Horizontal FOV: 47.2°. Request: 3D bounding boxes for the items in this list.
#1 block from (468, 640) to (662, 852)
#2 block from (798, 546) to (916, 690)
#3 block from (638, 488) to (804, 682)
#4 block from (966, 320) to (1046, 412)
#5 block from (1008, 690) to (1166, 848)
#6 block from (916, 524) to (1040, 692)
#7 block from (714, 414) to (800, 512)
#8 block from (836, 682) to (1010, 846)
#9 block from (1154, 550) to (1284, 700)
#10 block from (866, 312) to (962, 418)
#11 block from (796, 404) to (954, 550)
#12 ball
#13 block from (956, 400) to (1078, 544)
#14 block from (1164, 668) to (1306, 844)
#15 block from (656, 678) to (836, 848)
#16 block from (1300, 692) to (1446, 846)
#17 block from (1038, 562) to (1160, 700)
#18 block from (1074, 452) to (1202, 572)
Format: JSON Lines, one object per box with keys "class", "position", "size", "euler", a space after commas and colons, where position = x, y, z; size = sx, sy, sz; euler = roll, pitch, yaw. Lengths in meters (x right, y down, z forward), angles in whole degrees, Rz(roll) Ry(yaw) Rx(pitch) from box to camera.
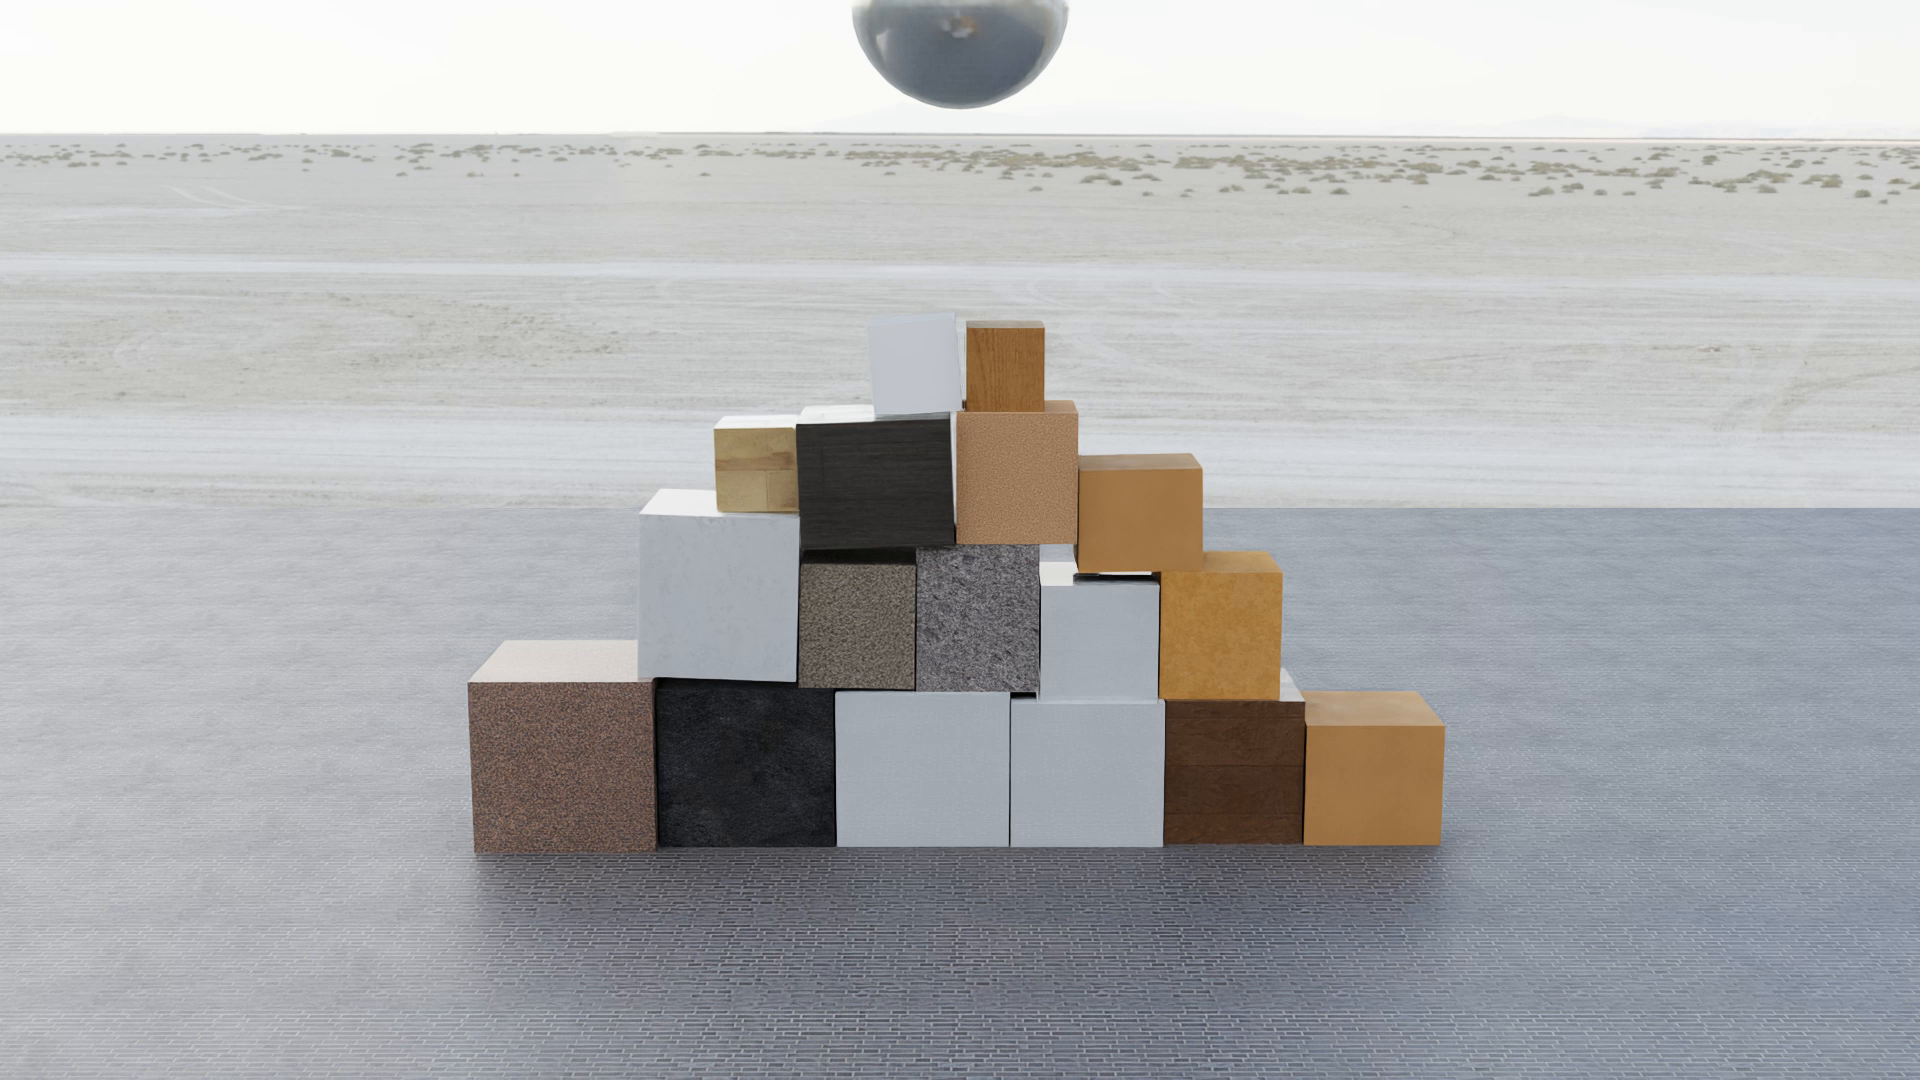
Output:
{"class": "block", "position": [-1.972, 1.048, 11.351], "size": [0.906, 0.876, 0.918], "euler": [0, 10, 0]}
{"class": "block", "position": [-0.511, 0.375, 11.239], "size": [0.577, 0.626, 0.636], "euler": [1, 10, 0]}
{"class": "block", "position": [-1.195, 0.218, 11.239], "size": [0.786, 0.820, 0.784], "euler": [2, 10, 0]}
{"class": "block", "position": [0.224, -0.874, 11.008], "size": [0.382, 0.413, 0.463], "euler": [0, 10, 0]}
{"class": "block", "position": [0.638, 1.108, 11.396], "size": [0.766, 0.742, 0.804], "euler": [0, 10, 0]}
{"class": "block", "position": [0.088, 0.337, 11.229], "size": [0.612, 0.747, 0.612], "euler": [0, 10, 0]}
{"class": "block", "position": [-1.004, -0.391, 11.109], "size": [0.414, 0.418, 0.483], "euler": [-1, 10, 0]}
{"class": "block", "position": [-0.188, 1.090, 11.373], "size": [0.865, 0.786, 0.750], "euler": [0, 10, 0]}
{"class": "block", "position": [1.301, 0.428, 11.259], "size": [0.604, 0.647, 0.588], "euler": [0, 10, 0]}
{"class": "block", "position": [-0.223, -0.884, 11.030], "size": [0.435, 0.454, 0.420], "euler": [-4, 10, 1]}
{"class": "block", "position": [-0.414, -0.333, 11.110], "size": [0.756, 0.626, 0.703], "euler": [-2, 10, 0]}
{"class": "ball", "position": [0.000, -3.886, 15.713], "size": [1.600, 1.600, 1.600], "euler": [0, 10, 0]}
{"class": "block", "position": [0.282, -0.350, 11.104], "size": [0.598, 0.651, 0.571], "euler": [0, 10, 0]}
{"class": "block", "position": [1.378, 1.109, 11.397], "size": [0.695, 0.741, 0.697], "euler": [0, 10, 0]}
{"class": "block", "position": [-1.070, 1.077, 11.380], "size": [0.878, 0.809, 0.792], "euler": [0, 10, 0]}
{"class": "block", "position": [2.080, 1.171, 11.384], "size": [0.689, 0.622, 0.699], "euler": [0, 10, 0]}
{"class": "block", "position": [0.696, 0.459, 11.262], "size": [0.586, 0.585, 0.617], "euler": [0, 10, 0]}
{"class": "block", "position": [0.895, -0.143, 11.167], "size": [0.619, 0.514, 0.548], "euler": [-1, 10, 0]}
